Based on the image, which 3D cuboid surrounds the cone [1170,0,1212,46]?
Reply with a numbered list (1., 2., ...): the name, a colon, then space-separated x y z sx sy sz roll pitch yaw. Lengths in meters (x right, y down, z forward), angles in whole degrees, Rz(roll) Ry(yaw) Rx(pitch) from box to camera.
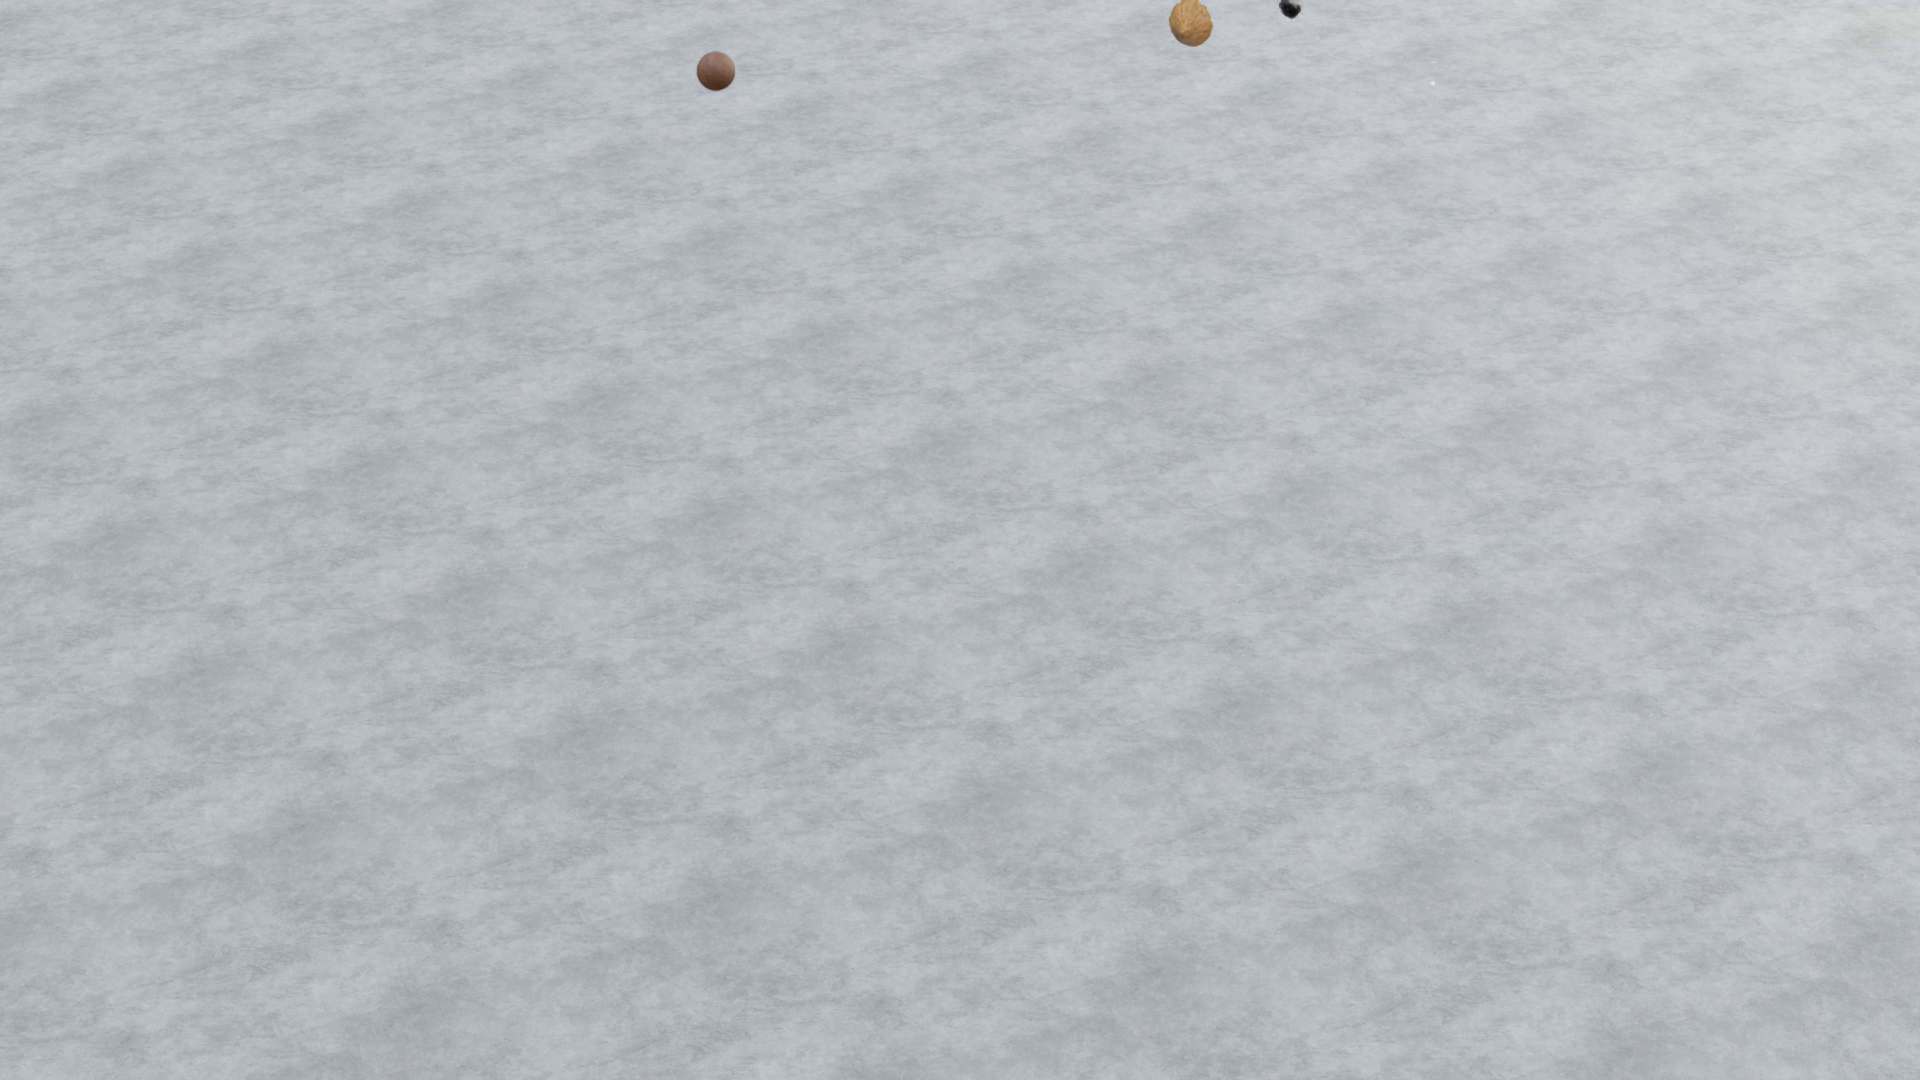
1. cone: 0.755 -1.712 9.813 0.149 0.163 0.130 -3 24 23
